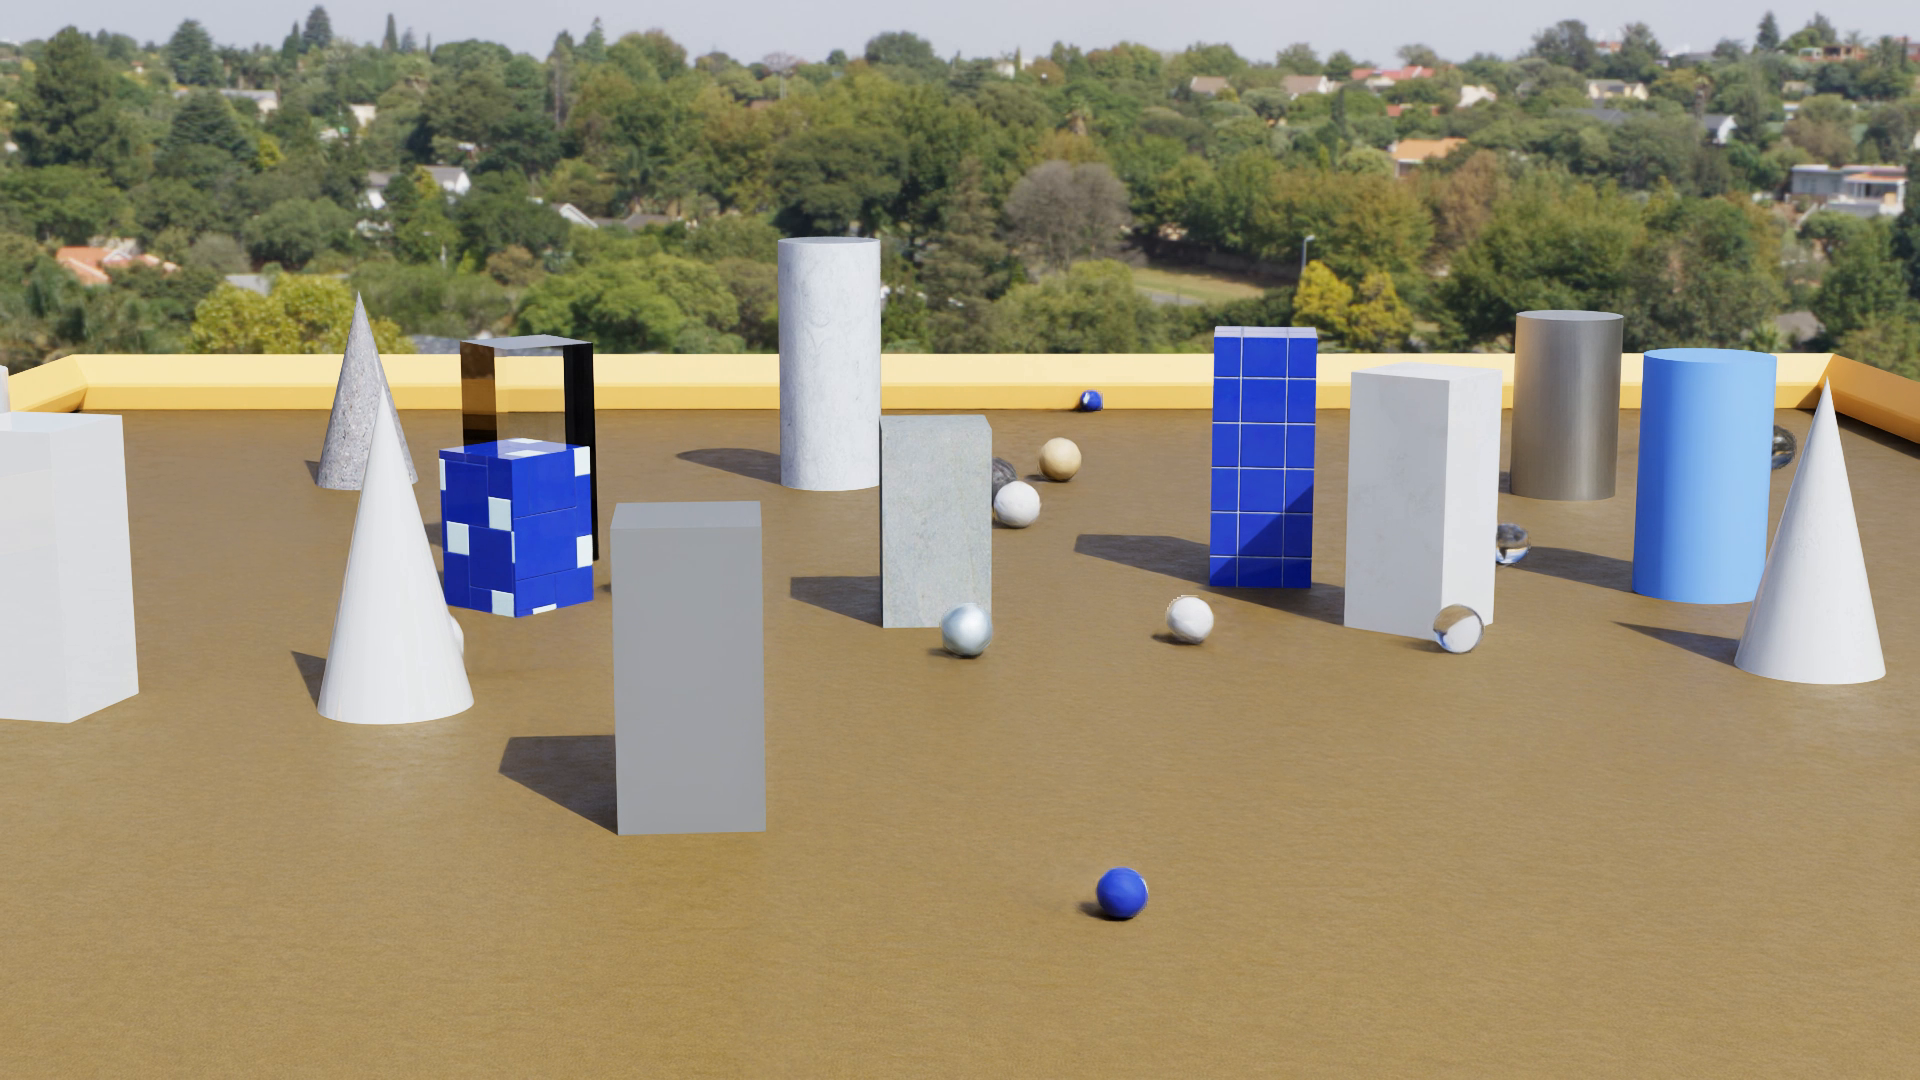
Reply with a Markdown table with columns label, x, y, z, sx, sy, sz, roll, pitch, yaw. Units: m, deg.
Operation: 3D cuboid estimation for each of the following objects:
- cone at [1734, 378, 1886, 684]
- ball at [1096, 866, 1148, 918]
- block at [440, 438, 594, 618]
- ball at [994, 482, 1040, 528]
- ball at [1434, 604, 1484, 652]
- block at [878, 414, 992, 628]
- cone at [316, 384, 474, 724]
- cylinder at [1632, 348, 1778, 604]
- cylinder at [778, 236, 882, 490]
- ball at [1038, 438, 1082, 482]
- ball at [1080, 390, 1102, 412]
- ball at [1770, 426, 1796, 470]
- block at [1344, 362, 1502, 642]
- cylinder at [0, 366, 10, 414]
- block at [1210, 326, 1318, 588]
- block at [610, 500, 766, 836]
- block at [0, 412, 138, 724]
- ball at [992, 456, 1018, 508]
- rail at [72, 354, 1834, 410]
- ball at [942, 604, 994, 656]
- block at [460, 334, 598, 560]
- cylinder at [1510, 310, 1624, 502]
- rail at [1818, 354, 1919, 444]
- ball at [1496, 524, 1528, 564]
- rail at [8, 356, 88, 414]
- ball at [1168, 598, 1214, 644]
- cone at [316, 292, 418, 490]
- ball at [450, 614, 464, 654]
| label | x | y | z | sx | sy | sz | roll | pitch | yaw |
| --- | --- | --- | --- | --- | --- | --- | --- | --- | --- |
| cone | 1.028 | -0.021 | 3.072 | 0.175 | 0.354 | 0.175 | 0 | 11 | 0 |
| ball | 0.139 | 0.302 | 2.198 | 0.044 | 0.044 | 0.044 | 0 | 11 | 0 |
| block | -0.596 | -0.019 | 3.452 | 0.140 | 0.210 | 0.140 | 8 | 13 | 37 |
| ball | 0.089 | -0.055 | 4.011 | 0.073 | 0.073 | 0.073 | 0 | 11 | 0 |
| ball | 0.616 | 0.109 | 3.174 | 0.061 | 0.061 | 0.061 | 0 | 11 | 0 |
| block | -0.034 | -0.027 | 3.364 | 0.140 | 0.257 | 0.140 | -1 | 11 | -3 |
| cone | -0.642 | 0.007 | 2.888 | 0.175 | 0.368 | 0.175 | 0 | 11 | 0 |
| cylinder | 1.019 | -0.090 | 3.516 | 0.175 | 0.326 | 0.175 | 0 | 11 | 0 |
| cylinder | -0.223 | -0.305 | 4.410 | 0.175 | 0.418 | 0.175 | 0 | 11 | 0 |
| ball | 0.173 | -0.139 | 4.454 | 0.075 | 0.075 | 0.075 | 0 | 11 | 0 |
| ball | 0.271 | -0.288 | 5.320 | 0.047 | 0.047 | 0.047 | 0 | 11 | 0 |
| ball | 1.448 | -0.165 | 4.576 | 0.080 | 0.080 | 0.080 | 0 | 11 | 0 |
| block | 0.596 | -0.053 | 3.302 | 0.140 | 0.332 | 0.140 | 9 | 14 | 38 |
| cylinder | -1.214 | -0.021 | 3.054 | 0.175 | 0.361 | 0.175 | 0 | 11 | 0 |
| block | 0.425 | -0.118 | 3.605 | 0.140 | 0.348 | 0.140 | 1 | 11 | 6 |
| block | -0.261 | 0.121 | 2.480 | 0.140 | 0.295 | 0.140 | -1 | 11 | -5 |
| block | -1.038 | 0.027 | 2.895 | 0.140 | 0.325 | 0.140 | 3 | 11 | 14 |
| ball | 0.053 | -0.094 | 4.191 | 0.084 | 0.084 | 0.084 | 0 | 11 | 0 |
| rail | -0.011 | -0.327 | 5.339 | 3.677 | 0.114 | 0.045 | 0 | 11 | 0 |
| ball | 0.009 | 0.112 | 3.153 | 0.064 | 0.064 | 0.064 | 0 | 11 | 0 |
| block | -0.628 | -0.130 | 3.743 | 0.140 | 0.320 | 0.140 | -8 | 14 | -38 |
| cylinder | 1.020 | -0.228 | 4.318 | 0.175 | 0.300 | 0.175 | 0 | 11 | 0 |
| rail | 1.815 | 0.027 | 3.461 | 0.045 | 0.114 | 3.892 | 0 | 11 | 0 |
| ball | 0.795 | 0.005 | 3.727 | 0.060 | 0.060 | 0.060 | 0 | 11 | 0 |
| rail | -1.815 | 0.031 | 3.440 | 0.045 | 0.114 | 3.892 | 0 | 11 | 0 |
| ball | 0.290 | 0.101 | 3.227 | 0.058 | 0.058 | 0.058 | 0 | 11 | 0 |
| cone | -1.030 | -0.264 | 4.425 | 0.175 | 0.332 | 0.175 | 0 | 11 | 0 |
| ball | -0.632 | 0.121 | 3.055 | 0.081 | 0.081 | 0.081 | 0 | 11 | 0 |
